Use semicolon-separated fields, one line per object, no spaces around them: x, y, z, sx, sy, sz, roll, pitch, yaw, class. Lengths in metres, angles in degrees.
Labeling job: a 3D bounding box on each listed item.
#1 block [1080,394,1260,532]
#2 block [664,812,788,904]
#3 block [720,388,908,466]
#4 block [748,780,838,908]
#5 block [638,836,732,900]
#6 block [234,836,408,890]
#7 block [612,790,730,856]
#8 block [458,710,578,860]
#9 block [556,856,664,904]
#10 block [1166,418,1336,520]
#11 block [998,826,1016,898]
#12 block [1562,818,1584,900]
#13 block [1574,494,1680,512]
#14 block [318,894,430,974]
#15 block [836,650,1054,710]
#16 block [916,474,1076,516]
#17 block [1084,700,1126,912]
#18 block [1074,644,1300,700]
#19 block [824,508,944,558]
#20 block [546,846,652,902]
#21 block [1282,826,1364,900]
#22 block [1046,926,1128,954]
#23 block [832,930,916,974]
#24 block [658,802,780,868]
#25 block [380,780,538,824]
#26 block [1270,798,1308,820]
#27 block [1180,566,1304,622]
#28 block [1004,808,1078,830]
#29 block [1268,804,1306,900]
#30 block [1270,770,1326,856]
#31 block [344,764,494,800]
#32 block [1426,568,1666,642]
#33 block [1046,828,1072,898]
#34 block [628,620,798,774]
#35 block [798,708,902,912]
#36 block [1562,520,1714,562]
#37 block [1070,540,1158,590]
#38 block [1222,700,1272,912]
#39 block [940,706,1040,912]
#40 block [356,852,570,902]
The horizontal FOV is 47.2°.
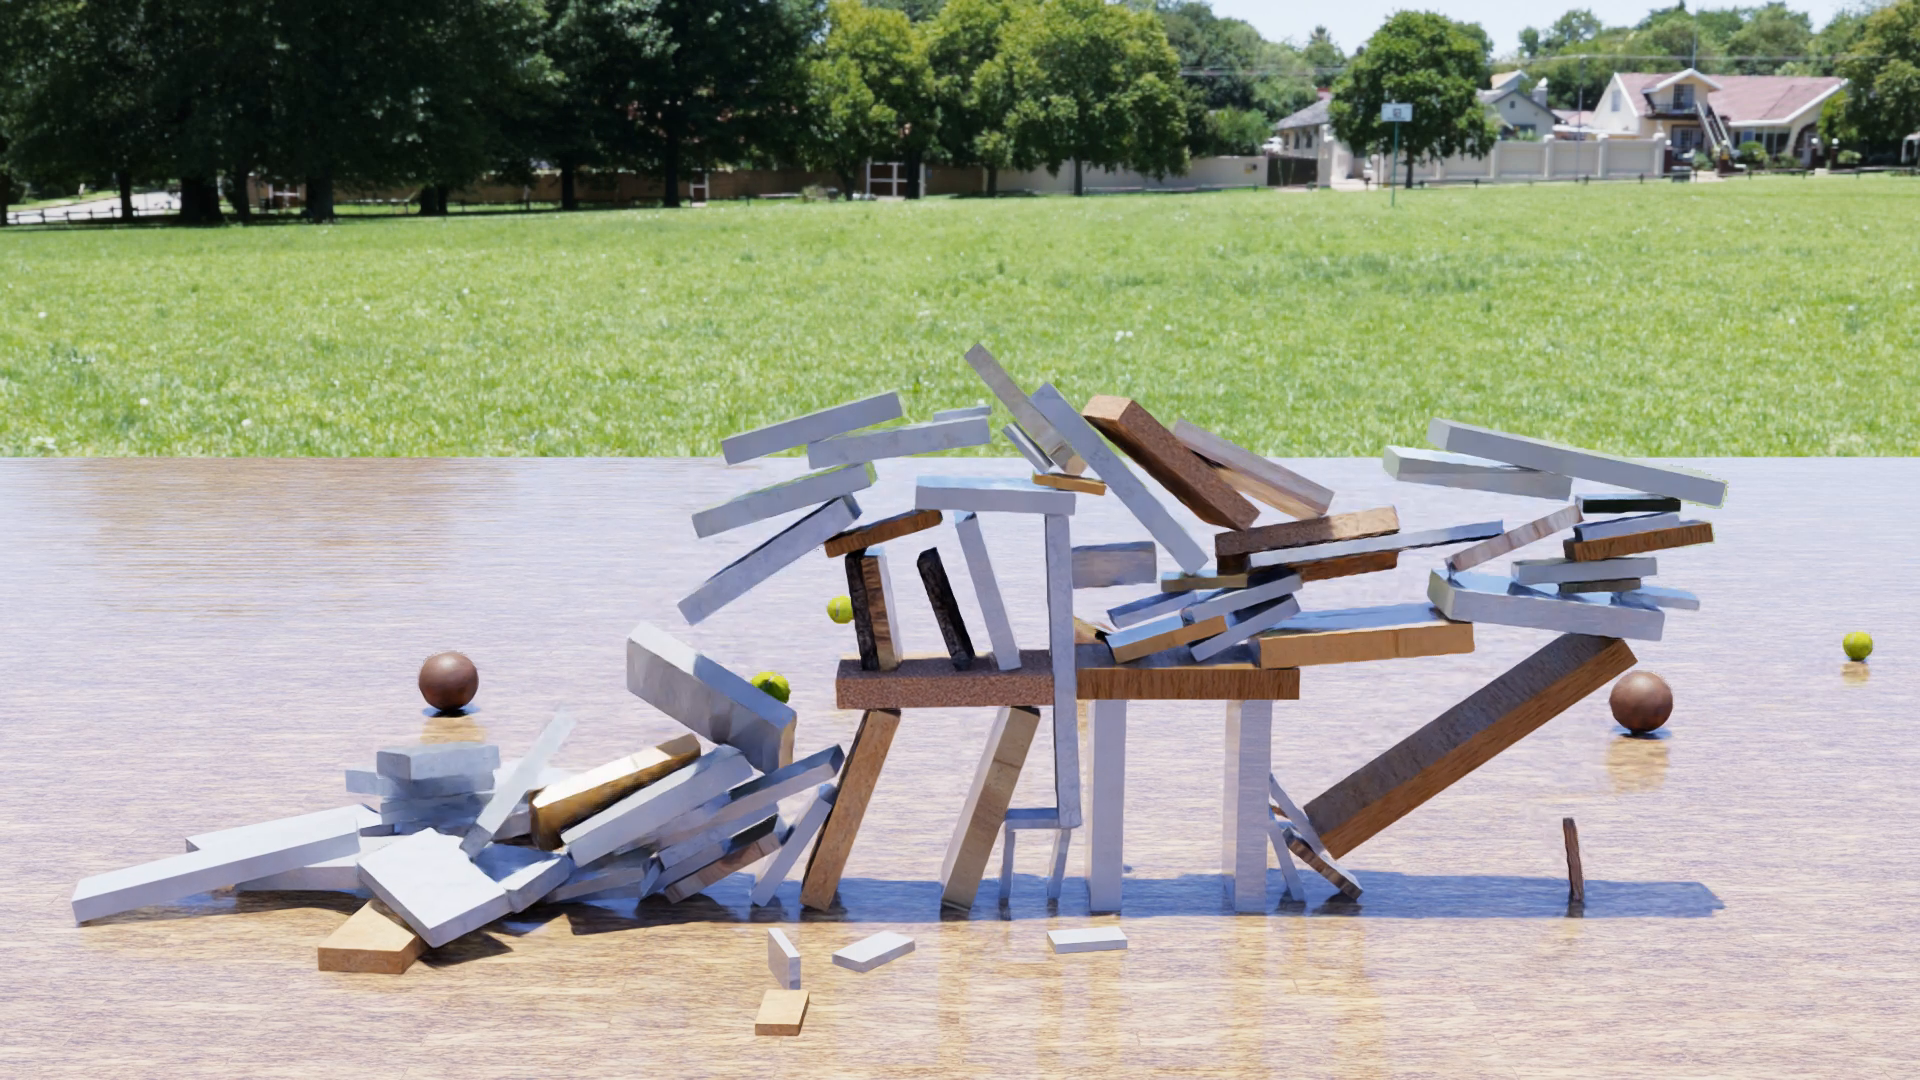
0.341;-0.125;3.573;0.297;0.042;0.148;39;-7;-20;block
-0.388;0.529;3.653;0.209;0.030;0.104;-28;9;6;block
-0.230;-0.182;3.501;0.286;0.041;0.143;-16;6;3;block
-0.275;0.500;3.634;0.030;0.209;0.104;33;9;-5;block
-0.462;0.538;3.659;0.166;0.023;0.083;-28;9;7;block
-1.065;0.540;3.675;0.280;0.040;0.140;-5;11;28;block
-0.475;0.458;3.597;0.187;0.027;0.094;-22;10;22;block
-0.724;0.400;3.601;0.247;0.035;0.123;-57;6;-36;block
-0.580;0.560;3.624;0.166;0.023;0.083;-7;23;22;block
0.465;-0.113;3.606;0.279;0.040;0.140;26;-7;-2;block
0.078;0.529;3.661;0.017;0.121;0.060;5;10;-1;block
1.018;0.529;3.648;0.018;0.124;0.062;-7;6;12;block
1.079;-0.060;3.559;0.152;0.022;0.076;0;7;6;block
-0.891;0.612;3.449;0.131;0.037;0.262;1;11;7;block
-0.024;0.227;3.596;0.348;0.049;0.174;-1;11;0;block
0.057;-0.074;3.537;0.254;0.036;0.127;2;10;0;block
0.240;0.414;3.640;0.050;0.355;0.178;1;11;0;block
0.366;0.214;3.604;0.355;0.050;0.178;0;11;0;block
-0.122;-0.016;3.541;0.188;0.027;0.094;-17;6;4;block
-0.592;0.544;3.606;0.166;0.023;0.083;-15;22;5;block
0.602;0.537;3.660;0.146;0.021;0.073;38;8;-7;block
0.198;0.625;3.436;0.115;0.016;0.058;-2;11;-11;block
-0.133;0.634;3.385;0.062;0.018;0.124;8;13;38;block
-0.404;0.474;3.659;0.209;0.030;0.104;-27;9;-5;block
-0.893;0.469;3.939;0.273;0.039;0.136;-4;1;-11;block
0.602;0.498;4.029;0.095;0.014;0.048;22;10;-3;block
0.455;0.088;3.583;0.187;0.027;0.094;-17;9;-7;block
0.134;0.462;3.647;0.121;0.017;0.060;0;10;-2;block
0.535;0.519;3.657;0.021;0.146;0.073;-21;10;3;block
0.552;0.450;3.646;0.021;0.146;0.073;-37;8;6;block
-0.983;0.433;3.994;0.149;0.042;0.298;-5;1;-39;block
0.950;0.105;3.578;0.340;0.048;0.170;6;11;-2;block
0.164;0.529;3.662;0.017;0.121;0.060;9;10;-5;block
-0.417;0.269;3.675;0.311;0.156;0.044;29;53;15;block
-0.179;0.422;3.635;0.049;0.348;0.174;20;10;-4;block
1.089;0.001;3.537;0.213;0.030;0.107;-9;2;6;block
0.249;0.041;3.561;0.139;0.069;0.020;-4;33;2;block
0.474;0.414;3.641;0.050;0.356;0.178;0;11;0;block
0.048;0.421;3.634;0.049;0.348;0.174;19;10;-4;block
-0.833;0.564;3.703;0.329;0.040;0.140;1;11;4;block
